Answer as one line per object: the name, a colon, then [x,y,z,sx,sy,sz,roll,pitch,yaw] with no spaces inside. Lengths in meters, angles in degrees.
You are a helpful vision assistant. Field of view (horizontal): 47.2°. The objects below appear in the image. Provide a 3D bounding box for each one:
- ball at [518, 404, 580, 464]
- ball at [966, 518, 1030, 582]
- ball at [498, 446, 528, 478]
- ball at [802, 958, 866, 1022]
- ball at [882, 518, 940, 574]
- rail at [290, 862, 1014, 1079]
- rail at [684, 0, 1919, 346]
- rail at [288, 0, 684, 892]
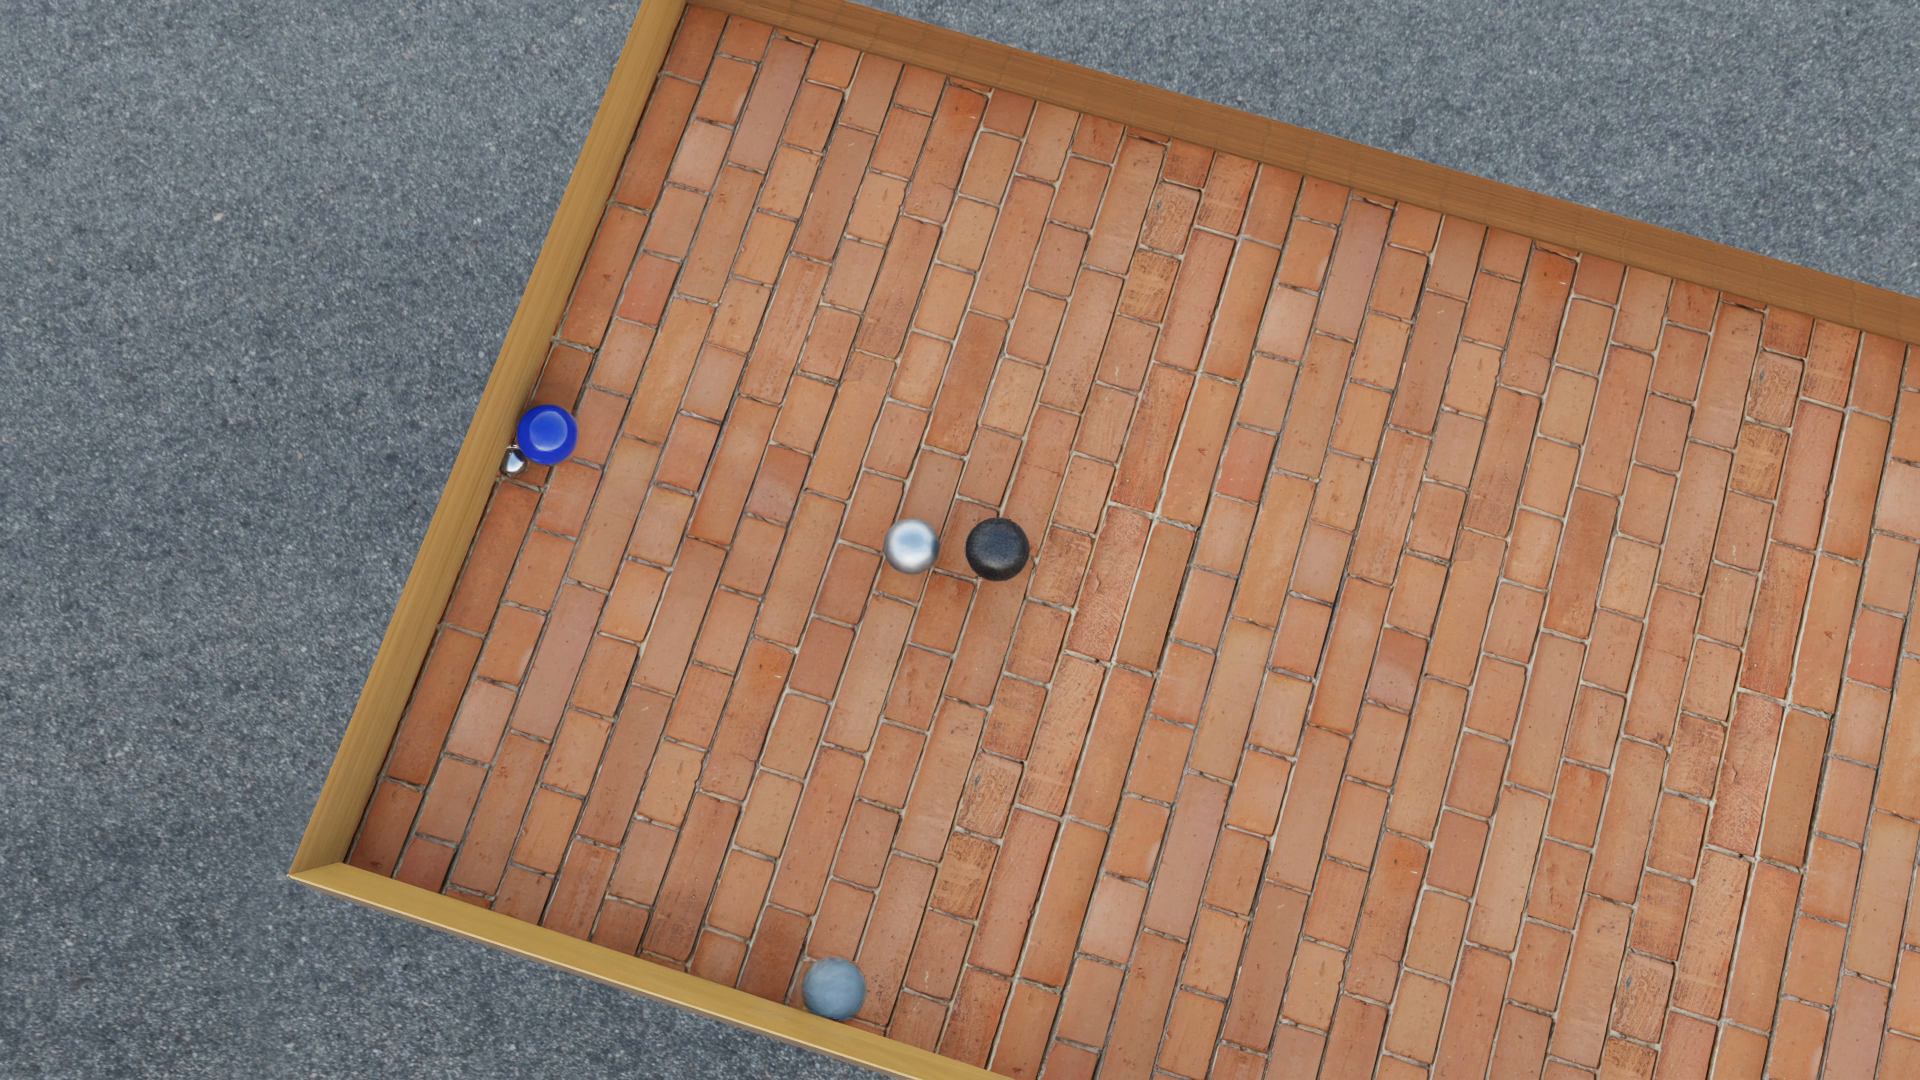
ball: [-0.642,-0.165,3.429,0.095,0.095,0.095,0,73,0]
ball: [0.057,0.014,3.371,0.099,0.099,0.099,0,73,0]
ball: [-0.700,-0.121,3.439,0.050,0.050,0.050,0,73,0]
ball: [-0.183,0.649,3.174,0.092,0.092,0.092,0,73,0]
ball: [-0.074,0.010,3.378,0.088,0.088,0.088,0,73,0]
rail: [0.493,0.911,3.072,3.033,0.129,0.045,17,73,5]
rail: [0.954,-0.492,3.514,3.033,0.129,0.045,17,73,5]
rail: [-0.701,-0.217,3.427,0.045,0.129,1.590,17,73,5]
